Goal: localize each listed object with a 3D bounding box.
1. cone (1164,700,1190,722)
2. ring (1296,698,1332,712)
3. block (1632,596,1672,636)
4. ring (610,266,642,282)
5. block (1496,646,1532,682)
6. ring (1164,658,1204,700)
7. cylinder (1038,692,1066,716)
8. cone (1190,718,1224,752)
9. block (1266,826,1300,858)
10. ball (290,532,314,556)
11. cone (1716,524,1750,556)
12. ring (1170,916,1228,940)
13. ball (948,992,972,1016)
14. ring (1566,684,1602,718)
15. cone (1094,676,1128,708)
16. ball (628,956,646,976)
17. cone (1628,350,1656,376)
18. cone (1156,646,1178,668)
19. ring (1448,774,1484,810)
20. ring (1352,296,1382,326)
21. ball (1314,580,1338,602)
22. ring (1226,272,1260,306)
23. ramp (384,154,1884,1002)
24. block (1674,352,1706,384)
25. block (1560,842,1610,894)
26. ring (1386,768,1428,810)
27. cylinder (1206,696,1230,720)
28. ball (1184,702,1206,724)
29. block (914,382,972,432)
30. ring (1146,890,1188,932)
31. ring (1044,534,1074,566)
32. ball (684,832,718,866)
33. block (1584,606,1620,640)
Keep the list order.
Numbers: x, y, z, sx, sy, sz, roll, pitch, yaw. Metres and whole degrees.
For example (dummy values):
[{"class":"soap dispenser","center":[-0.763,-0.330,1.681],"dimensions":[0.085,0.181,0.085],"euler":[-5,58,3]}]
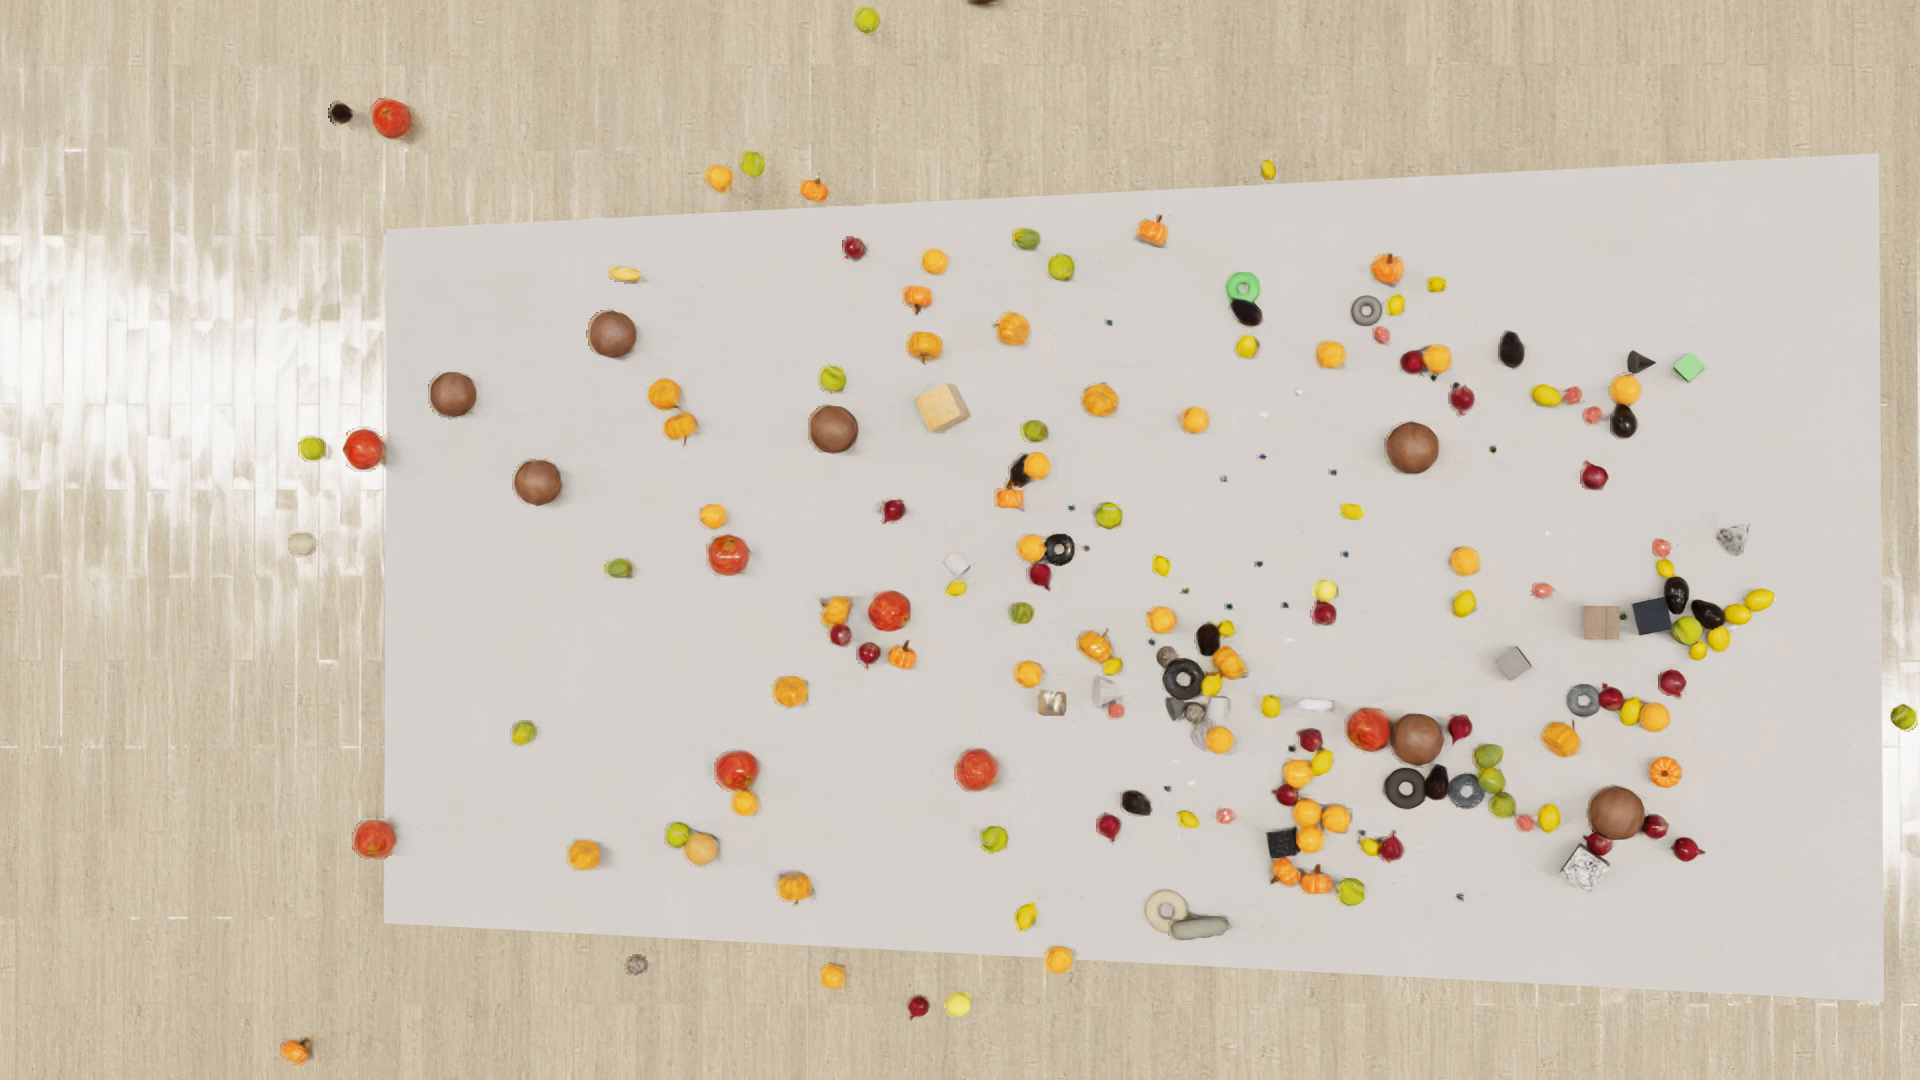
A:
[{"class":"cone","center":[0.570,0.427,5.648],"dimensions":[0.064,0.064,0.064],"euler":[-23,89,-22]},{"class":"ring","center":[0.890,0.414,5.519],"dimensions":[0.089,0.089,0.030],"euler":[1,86,0]},{"class":"block","center":[1.666,0.183,5.295],"dimensions":[0.078,0.078,0.078],"euler":[-14,85,16]},{"class":"ring","center":[-0.925,-0.736,6.082],"dimensions":[0.088,0.088,0.029],"euler":[10,104,0]},{"class":"block","center":[1.359,0.304,5.395],"dimensions":[0.062,0.062,0.062],"euler":[-37,79,13]},{"class":"ring","center":[0.574,0.358,5.645],"dimensions":[0.109,0.036,0.109],"euler":[0,90,17]},{"class":"cylinder","center":[0.240,0.427,5.731],"dimensions":[0.062,0.062,0.062],"euler":[3,89,17]},{"class":"cone","center":[0.623,0.498,5.600],"dimensions":[0.088,0.088,0.088],"euler":[0,89,17]},{"class":"block","center":[0.816,0.763,5.550],"dimensions":[0.066,0.066,0.066],"euler":[-10,86,16]},{"class":"ball","center":[-1.915,0.012,6.404],"dimensions":[0.067,0.067,0.067],"euler":[0,89,0]},{"class":"cone","center":[1.865,-0.018,5.260],"dimensions":[0.077,0.077,0.077],"euler":[-37,89,-14]},{"class":"ring","center":[0.606,0.982,5.570],"dimensions":[0.147,0.147,0.049],"euler":[-7,81,0]},{"class":"ball","center":[-0.002,1.303,6.168],"dimensions":[0.067,0.067,0.067],"euler":[0,89,0]},{"class":"ring","center":[1.521,0.392,5.363],"dimensions":[0.083,0.028,0.083],"euler":[0,89,16]},{"class":"cone","center":[0.396,0.394,5.696],"dimensions":[0.084,0.084,0.084],"euler":[4,89,-10]},{"class":"ball","center":[-0.940,1.238,6.393],"dimensions":[0.055,0.055,0.055],"euler":[0,89,0]},{"class":"cone","center":[1.661,-0.429,5.332],"dimensions":[0.061,0.061,0.061],"euler":[-2,89,-10]},{"class":"cone","center":[0.526,0.301,5.649],"dimensions":[0.057,0.057,0.057],"euler":[0,89,17]},{"class":"ring","center":[1.252,0.621,5.439],"dimensions":[0.090,0.030,0.090],"euler":[0,89,18]},{"class":"ring","center":[1.022,-0.576,5.528],"dimensions":[0.078,0.026,0.078],"euler":[0,90,17]},{"class":"ball","center":[0.921,0.127,5.533],"dimensions":[0.055,0.055,0.055],"euler":[0,89,0]},{"class":"ring","center":[0.724,-0.643,5.618],"dimensions":[0.087,0.029,0.087],"euler":[0,88,16]},{"class":"ramp","center":[0.272,0.095,5.810],"dimensions":[4.000,0.100,2.000],"euler":[0,89,17]},{"class":"block","center":[1.755,-0.415,5.291],"dimensions":[0.051,0.051,0.051],"euler":[-45,78,12]},{"class":"block","center":[1.514,0.796,5.329],"dimensions":[0.083,0.083,0.083],"euler":[35,99,14]},{"class":"ring","center":[1.112,0.619,5.479],"dimensions":[0.104,0.035,0.104],"euler":[0,90,16]},{"class":"cylinder","center":[0.658,0.429,5.607],"dimensions":[0.057,0.057,0.057],"euler":[8,84,0]},{"class":"ball","center":[0.601,0.442,5.625],"dimensions":[0.054,0.054,0.054],"euler":[0,89,0]},{"class":"block","center":[-0.045,-0.349,5.810],"dimensions":[0.095,0.095,0.095],"euler":[-27,82,15]},{"class":"ring","center":[0.530,0.953,5.649],"dimensions":[0.112,0.037,0.112],"euler":[0,89,18]},{"class":"ring","center":[0.259,0.025,5.747],"dimensions":[0.086,0.029,0.086],"euler":[-2,85,20]},{"class":"ball","center":[-0.706,0.842,5.995],"dimensions":[0.091,0.091,0.091],"euler":[0,89,0]},{"class":"block","center":[1.555,0.200,5.327],"dimensions":[0.081,0.081,0.081],"euler":[0,89,17]}]
